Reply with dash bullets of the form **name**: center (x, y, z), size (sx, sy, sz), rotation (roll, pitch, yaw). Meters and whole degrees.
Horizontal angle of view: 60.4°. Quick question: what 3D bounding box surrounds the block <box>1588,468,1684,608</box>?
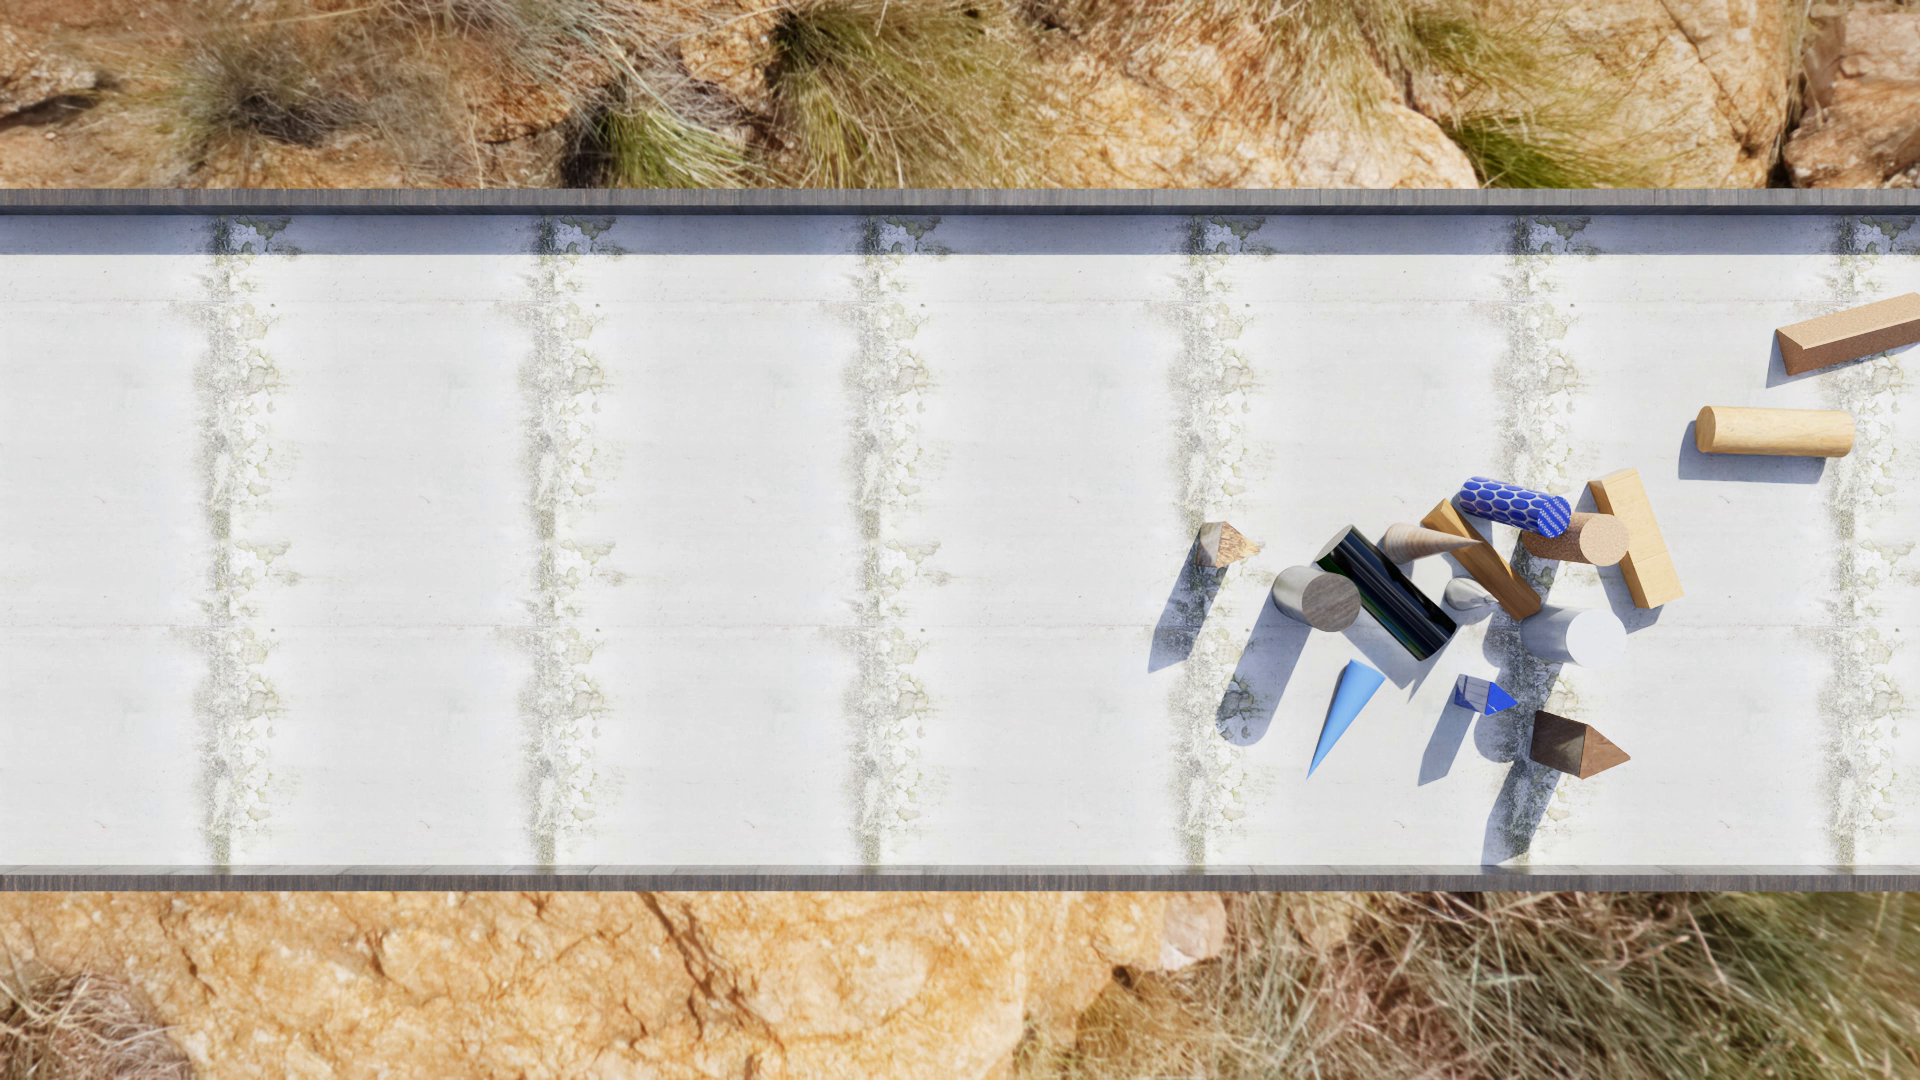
- **block**: center (2.057, -0.006, 5.021), size (0.111, 0.111, 0.415), rotation (-21, 90, 0)

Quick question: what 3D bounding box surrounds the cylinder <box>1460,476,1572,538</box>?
- **cylinder**: center (1.643, -0.101, 4.896), size (0.122, 0.342, 0.122), rotation (-5, 104, -22)

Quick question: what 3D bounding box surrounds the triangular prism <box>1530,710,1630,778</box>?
- **triangular prism**: center (1.802, 0.585, 4.871), size (0.154, 0.411, 0.133), rotation (-22, 90, 0)

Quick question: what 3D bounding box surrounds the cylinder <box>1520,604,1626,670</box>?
- **cylinder**: center (1.809, 0.282, 4.882), size (0.172, 0.389, 0.172), rotation (0, 90, 0)

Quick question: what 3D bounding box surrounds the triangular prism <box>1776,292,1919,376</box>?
- **triangular prism**: center (2.740, -0.633, 5.009), size (0.439, 0.128, 0.148), rotation (-15, 90, 0)

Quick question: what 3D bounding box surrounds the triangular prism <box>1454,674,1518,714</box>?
- **triangular prism**: center (1.553, 0.450, 4.923), size (0.096, 0.307, 0.084), rotation (-20, 90, 0)

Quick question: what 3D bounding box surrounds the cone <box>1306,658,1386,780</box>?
- **cone**: center (1.152, 0.567, 5.046), size (0.121, 0.121, 0.401), rotation (27, 99, 0)

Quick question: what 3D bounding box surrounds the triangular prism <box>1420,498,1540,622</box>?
- **triangular prism**: center (1.602, 0.061, 5.029), size (0.104, 0.090, 0.427), rotation (-44, 90, 0)

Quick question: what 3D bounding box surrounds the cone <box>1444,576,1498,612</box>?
- **cone**: center (1.536, 0.169, 4.867), size (0.110, 0.412, 0.110), rotation (0, 92, 3)

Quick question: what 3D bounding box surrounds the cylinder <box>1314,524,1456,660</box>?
- **cylinder**: center (1.289, 0.159, 4.997), size (0.435, 0.160, 0.160), rotation (44, 90, 0)

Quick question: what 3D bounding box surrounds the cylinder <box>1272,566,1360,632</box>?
- **cylinder**: center (1.041, 0.168, 4.844), size (0.167, 0.459, 0.167), rotation (0, 92, 0)

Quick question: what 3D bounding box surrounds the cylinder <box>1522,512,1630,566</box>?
- **cylinder**: center (1.814, -0.008, 4.874), size (0.147, 0.393, 0.147), rotation (0, 93, -4)

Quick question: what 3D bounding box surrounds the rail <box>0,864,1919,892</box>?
- **rail**: center (-2.247, 1.025, 5.001), size (12.000, 0.150, 0.050), rotation (0, 90, 0)

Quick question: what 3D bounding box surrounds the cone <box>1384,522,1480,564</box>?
- **cone**: center (1.422, 0.008, 4.882), size (0.129, 0.369, 0.129), rotation (0, 89, -24)

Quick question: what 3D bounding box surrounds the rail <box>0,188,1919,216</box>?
- **rail**: center (-2.247, -1.025, 5.002), size (12.000, 0.150, 0.050), rotation (0, 90, 0)

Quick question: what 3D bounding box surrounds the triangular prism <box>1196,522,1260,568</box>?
- **triangular prism**: center (0.769, 0.000, 4.874), size (0.133, 0.404, 0.115), rotation (-21, 90, 0)

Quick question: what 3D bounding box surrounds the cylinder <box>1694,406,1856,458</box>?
- **cylinder**: center (2.470, -0.328, 5.005), size (0.417, 0.143, 0.143), rotation (2, 90, 0)
